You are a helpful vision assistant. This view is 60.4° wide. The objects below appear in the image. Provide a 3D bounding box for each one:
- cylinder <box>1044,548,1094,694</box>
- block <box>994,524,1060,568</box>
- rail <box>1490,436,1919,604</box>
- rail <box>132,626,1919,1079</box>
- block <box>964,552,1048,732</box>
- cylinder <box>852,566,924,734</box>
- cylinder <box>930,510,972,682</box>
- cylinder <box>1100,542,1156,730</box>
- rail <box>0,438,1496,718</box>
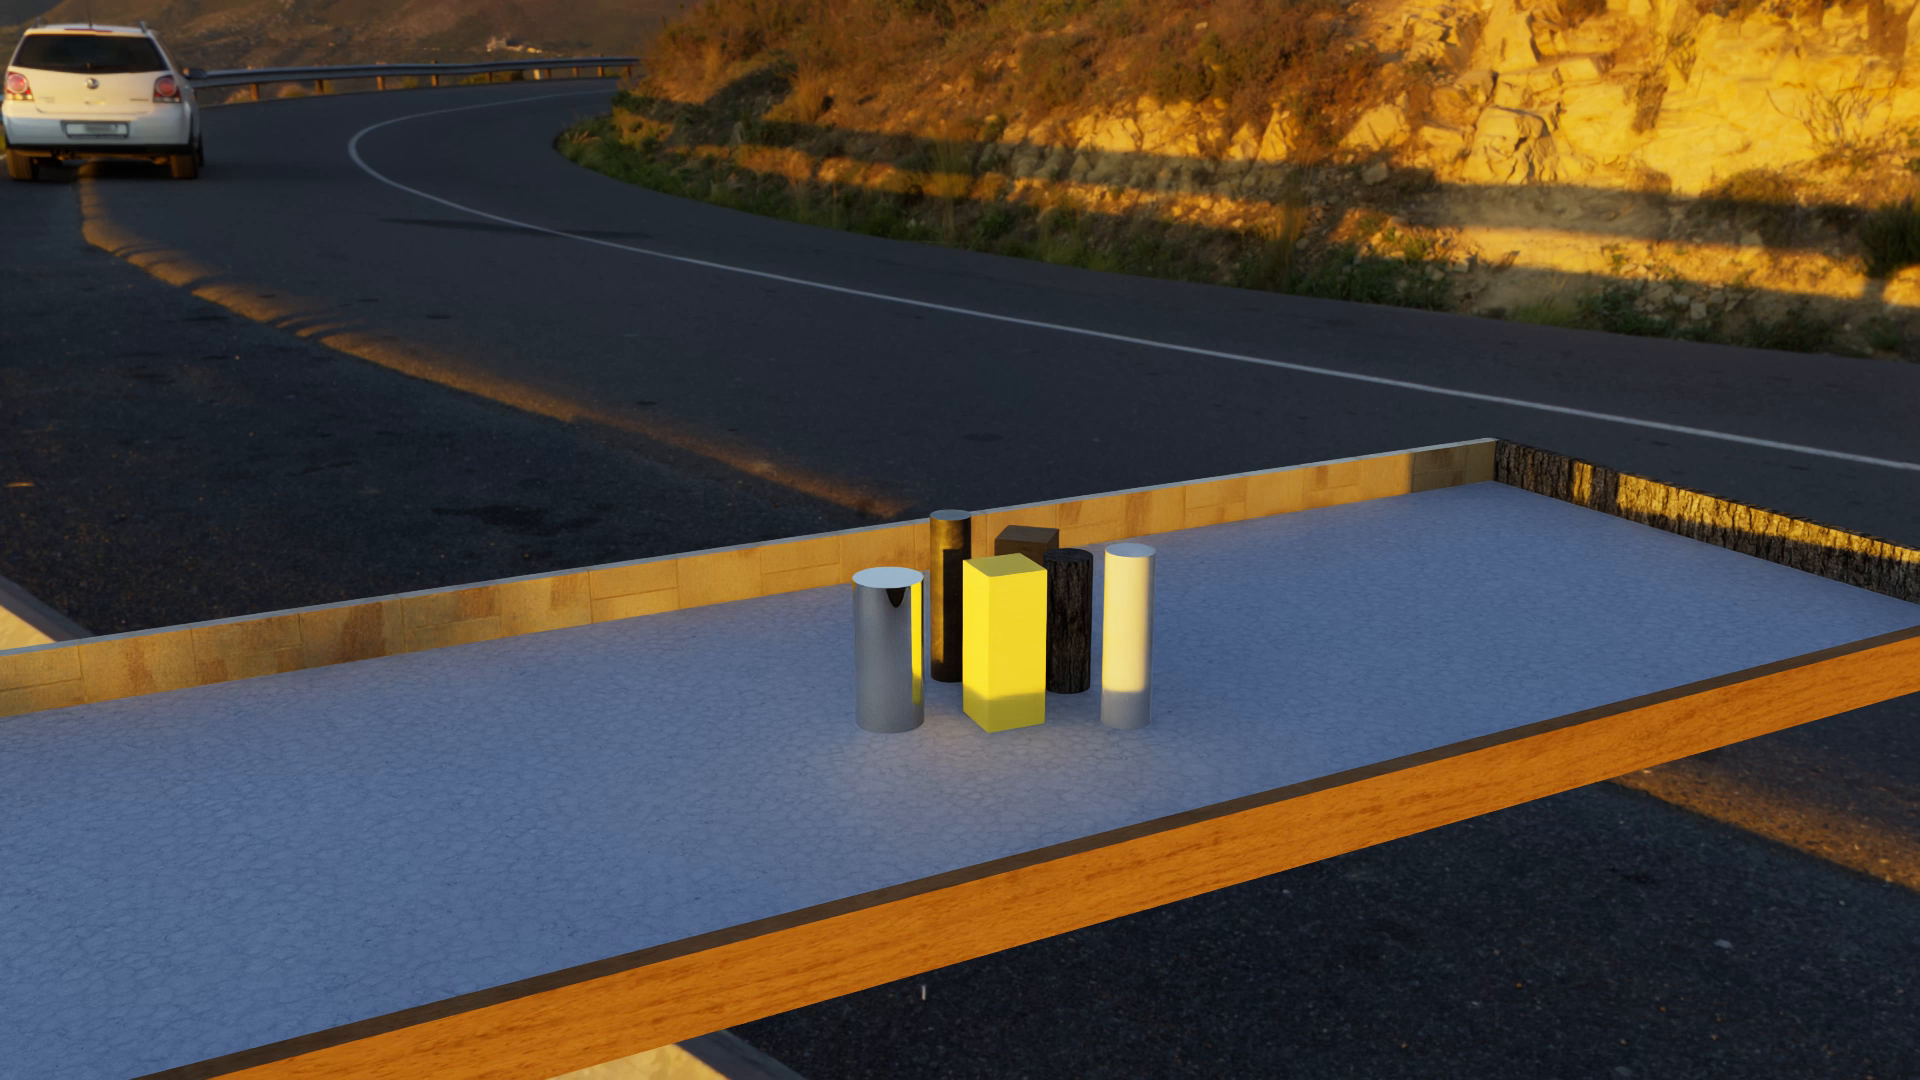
[{"bbox_3d":[0.264,0.200,4.074,0.122,0.339,0.122,0,16,0],"label":"cylinder"},{"bbox_3d":[0.176,0.133,4.353,0.139,0.311,0.139,5,17,16],"label":"block"},{"bbox_3d":[2.466,-0.048,5.253,0.050,0.150,2.100,-9,18,-27],"label":"rail"},{"bbox_3d":[-2.336,1.006,1.665,12.000,0.150,0.050,-9,18,-27],"label":"rail"},{"bbox_3d":[0.103,0.239,3.869,0.146,0.379,0.146,-7,18,-22],"label":"block"},{"bbox_3d":[-0.166,0.256,3.856,0.165,0.354,0.165,0,16,0],"label":"cylinder"},{"bbox_3d":[-0.023,0.141,4.127,0.103,0.423,0.103,0,16,0],"label":"cylinder"},{"bbox_3d":[0.393,0.225,3.847,0.118,0.420,0.118,0,16,0],"label":"cylinder"},{"bbox_3d":[-3.305,0.497,3.399,12.000,0.150,0.050,-9,18,-27],"label":"rail"}]
